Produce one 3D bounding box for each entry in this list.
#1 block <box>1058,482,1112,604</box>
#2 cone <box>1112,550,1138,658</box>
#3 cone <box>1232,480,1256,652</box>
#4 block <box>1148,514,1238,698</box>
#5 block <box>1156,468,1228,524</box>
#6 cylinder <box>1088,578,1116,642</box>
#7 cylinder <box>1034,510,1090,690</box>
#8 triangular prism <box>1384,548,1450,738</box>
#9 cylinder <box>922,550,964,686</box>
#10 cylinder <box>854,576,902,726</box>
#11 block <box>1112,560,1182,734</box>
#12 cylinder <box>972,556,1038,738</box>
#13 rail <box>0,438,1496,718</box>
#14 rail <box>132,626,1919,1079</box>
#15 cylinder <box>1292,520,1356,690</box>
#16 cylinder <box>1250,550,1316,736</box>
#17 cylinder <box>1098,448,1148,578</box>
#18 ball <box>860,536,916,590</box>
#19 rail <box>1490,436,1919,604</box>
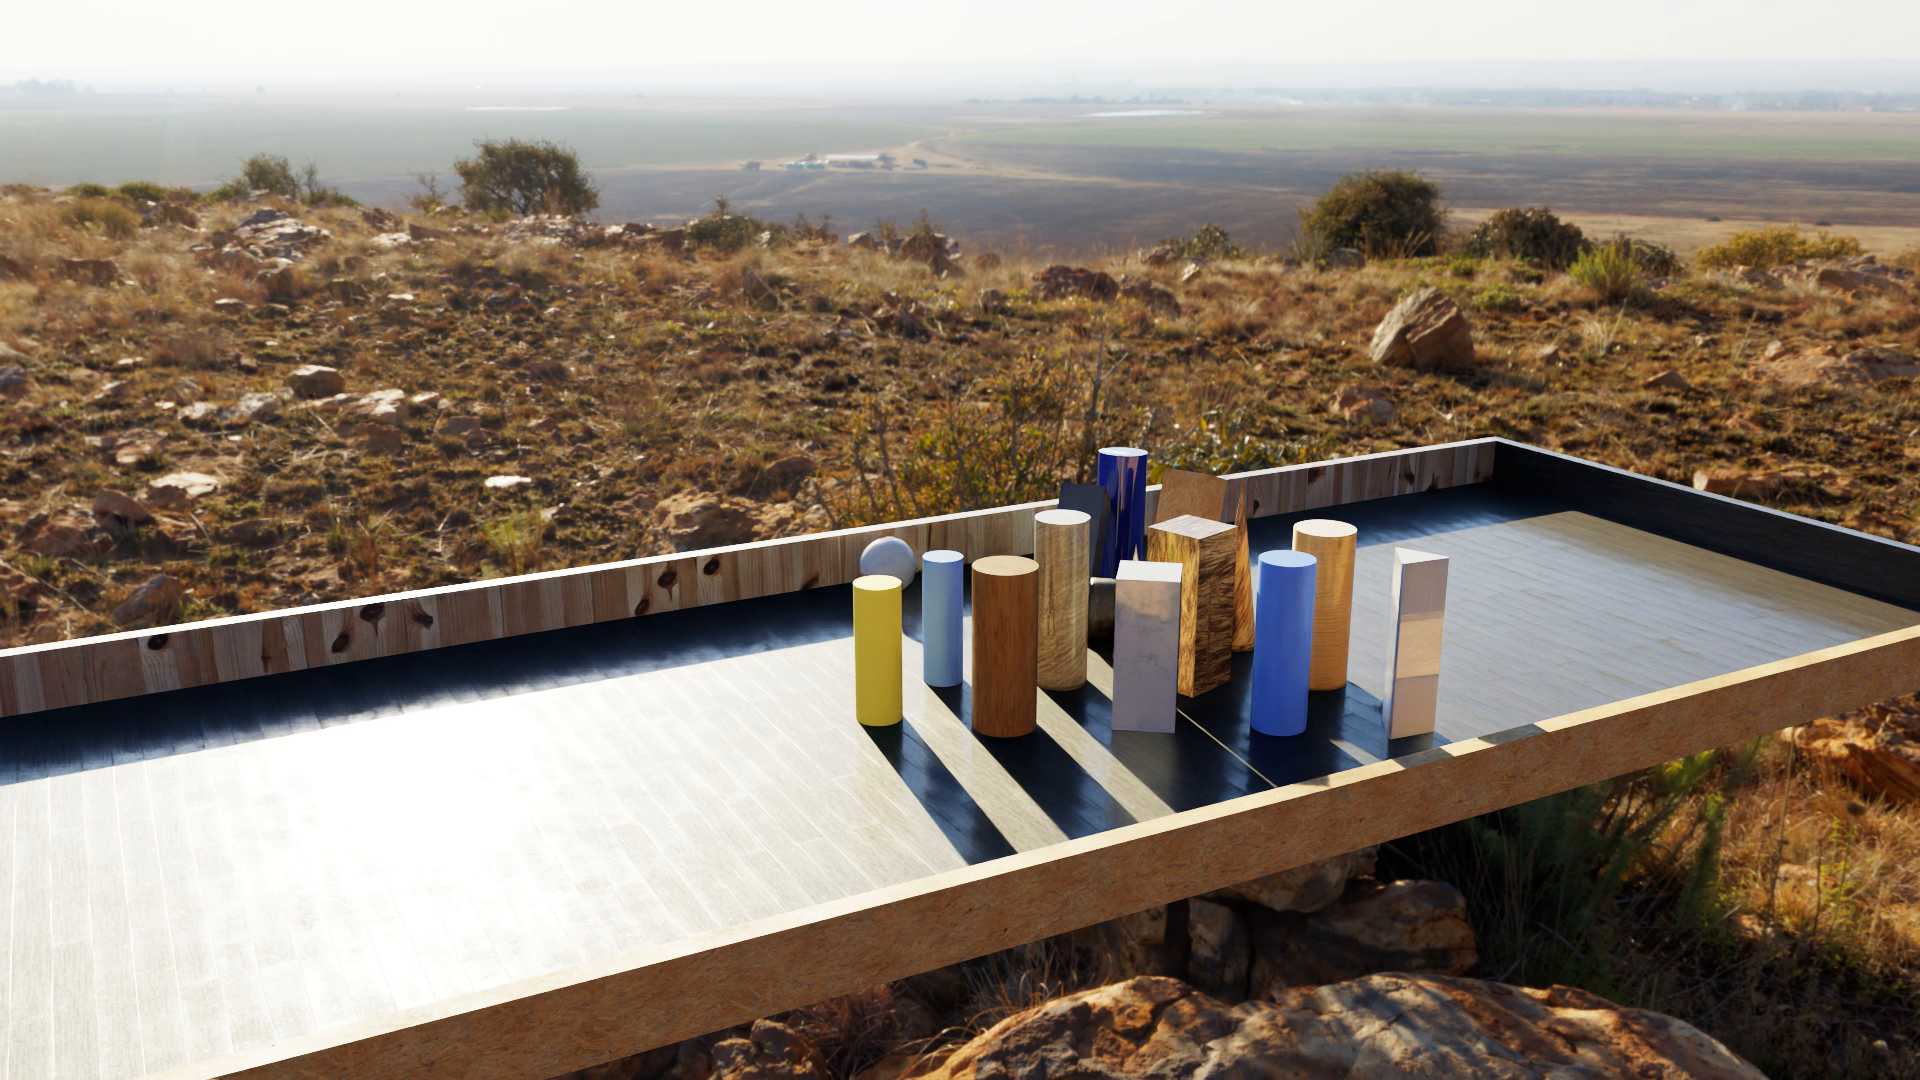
[{"bbox_3d":[0.338,0.016,4.701,0.127,0.328,0.127,5,-20,16],"label":"block"},{"bbox_3d":[0.451,0.160,4.267,0.105,0.307,0.105,0,16,0],"label":"cone"},{"bbox_3d":[0.735,0.059,4.343,0.115,0.457,0.115,0,16,0],"label":"cone"},{"bbox_3d":[0.570,0.161,4.089,0.155,0.405,0.155,15,22,42],"label":"block"},{"bbox_3d":[0.626,0.005,4.612,0.133,0.386,0.133,11,1,32],"label":"block"},{"bbox_3d":[0.509,0.191,4.400,0.323,0.171,0.171,2,17,7],"label":"cylinder"},{"bbox_3d":[0.251,0.149,4.090,0.136,0.427,0.136,0,16,0],"label":"cylinder"},{"bbox_3d":[1.026,0.234,3.808,0.126,0.423,0.109,-7,18,-22],"label":"triangular prism"},{"bbox_3d":[-0.043,0.196,4.112,0.101,0.325,0.101,0,16,0],"label":"cylinder"},{"bbox_3d":[-0.192,0.260,3.875,0.113,0.336,0.113,0,16,0],"label":"cylinder"},{"bbox_3d":[0.438,0.248,3.856,0.146,0.368,0.146,3,17,9],"label":"block"},{"bbox_3d":[0.104,0.246,3.823,0.153,0.392,0.153,0,16,0],"label":"cylinder"},{"bbox_3d":[-3.305,0.497,3.399,12.000,0.150,0.050,-9,18,-27],"label":"rail"},{"bbox_3d":[-2.336,1.006,1.665,12.000,0.150,0.050,-9,18,-27],"label":"rail"},{"bbox_3d":[0.896,0.161,4.102,0.152,0.397,0.152,0,16,0],"label":"cylinder"},{"bbox_3d":[0.747,0.238,3.817,0.130,0.410,0.130,0,16,0],"label":"cylinder"},{"bbox_3d":[0.473,-0.067,4.871,0.144,0.393,0.144,1,13,0],"label":"cylinder"},{"bbox_3d":[-0.208,0.074,4.811,0.165,0.165,0.165,0,16,0],"label":"ball"},{"bbox_3d":[2.466,-0.048,5.253,0.050,0.150,2.100,-9,18,-27],"label":"rail"}]
